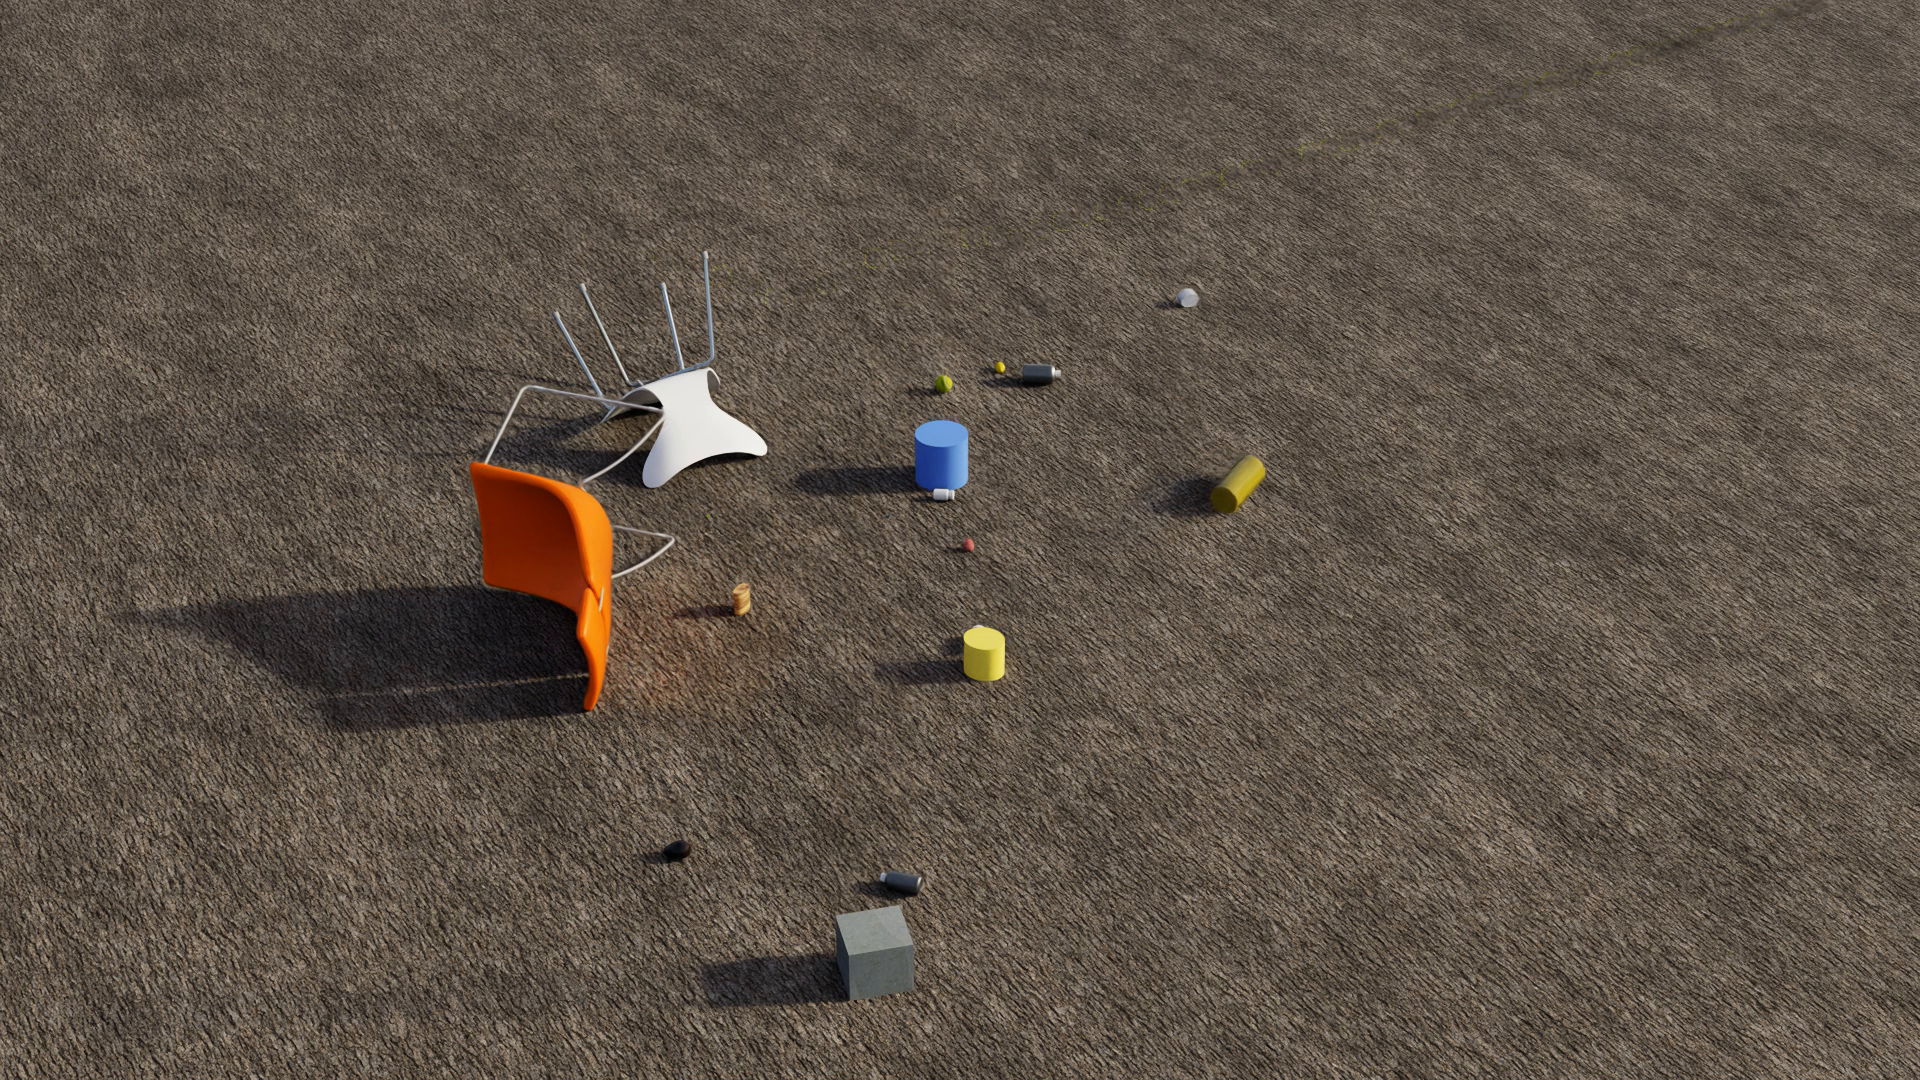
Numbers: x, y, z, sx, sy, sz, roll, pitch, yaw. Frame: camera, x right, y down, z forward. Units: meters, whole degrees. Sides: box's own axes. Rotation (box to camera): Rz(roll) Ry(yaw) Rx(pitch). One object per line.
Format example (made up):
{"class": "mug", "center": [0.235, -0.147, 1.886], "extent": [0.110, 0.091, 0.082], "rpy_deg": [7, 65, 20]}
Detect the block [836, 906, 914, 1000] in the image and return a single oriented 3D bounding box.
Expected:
{"class": "block", "center": [-0.258, 1.251, 8.881], "extent": [0.199, 0.182, 0.186], "rpy_deg": [-8, 34, -12]}

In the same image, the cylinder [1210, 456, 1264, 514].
{"class": "cylinder", "center": [1.056, -0.213, 11.165], "extent": [0.116, 0.113, 0.256], "rpy_deg": [47, 43, -1]}

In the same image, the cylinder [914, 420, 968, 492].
{"class": "cylinder", "center": [-0.070, -0.323, 11.252], "extent": [0.204, 0.201, 0.196], "rpy_deg": [-1, 33, -2]}

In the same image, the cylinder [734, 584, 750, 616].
{"class": "cylinder", "center": [-0.783, 0.214, 10.533], "extent": [0.044, 0.095, 0.081], "rpy_deg": [17, 37, 24]}

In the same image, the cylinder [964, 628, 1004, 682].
{"class": "cylinder", "center": [0.084, 0.399, 10.216], "extent": [0.147, 0.136, 0.129], "rpy_deg": [18, 37, 25]}
